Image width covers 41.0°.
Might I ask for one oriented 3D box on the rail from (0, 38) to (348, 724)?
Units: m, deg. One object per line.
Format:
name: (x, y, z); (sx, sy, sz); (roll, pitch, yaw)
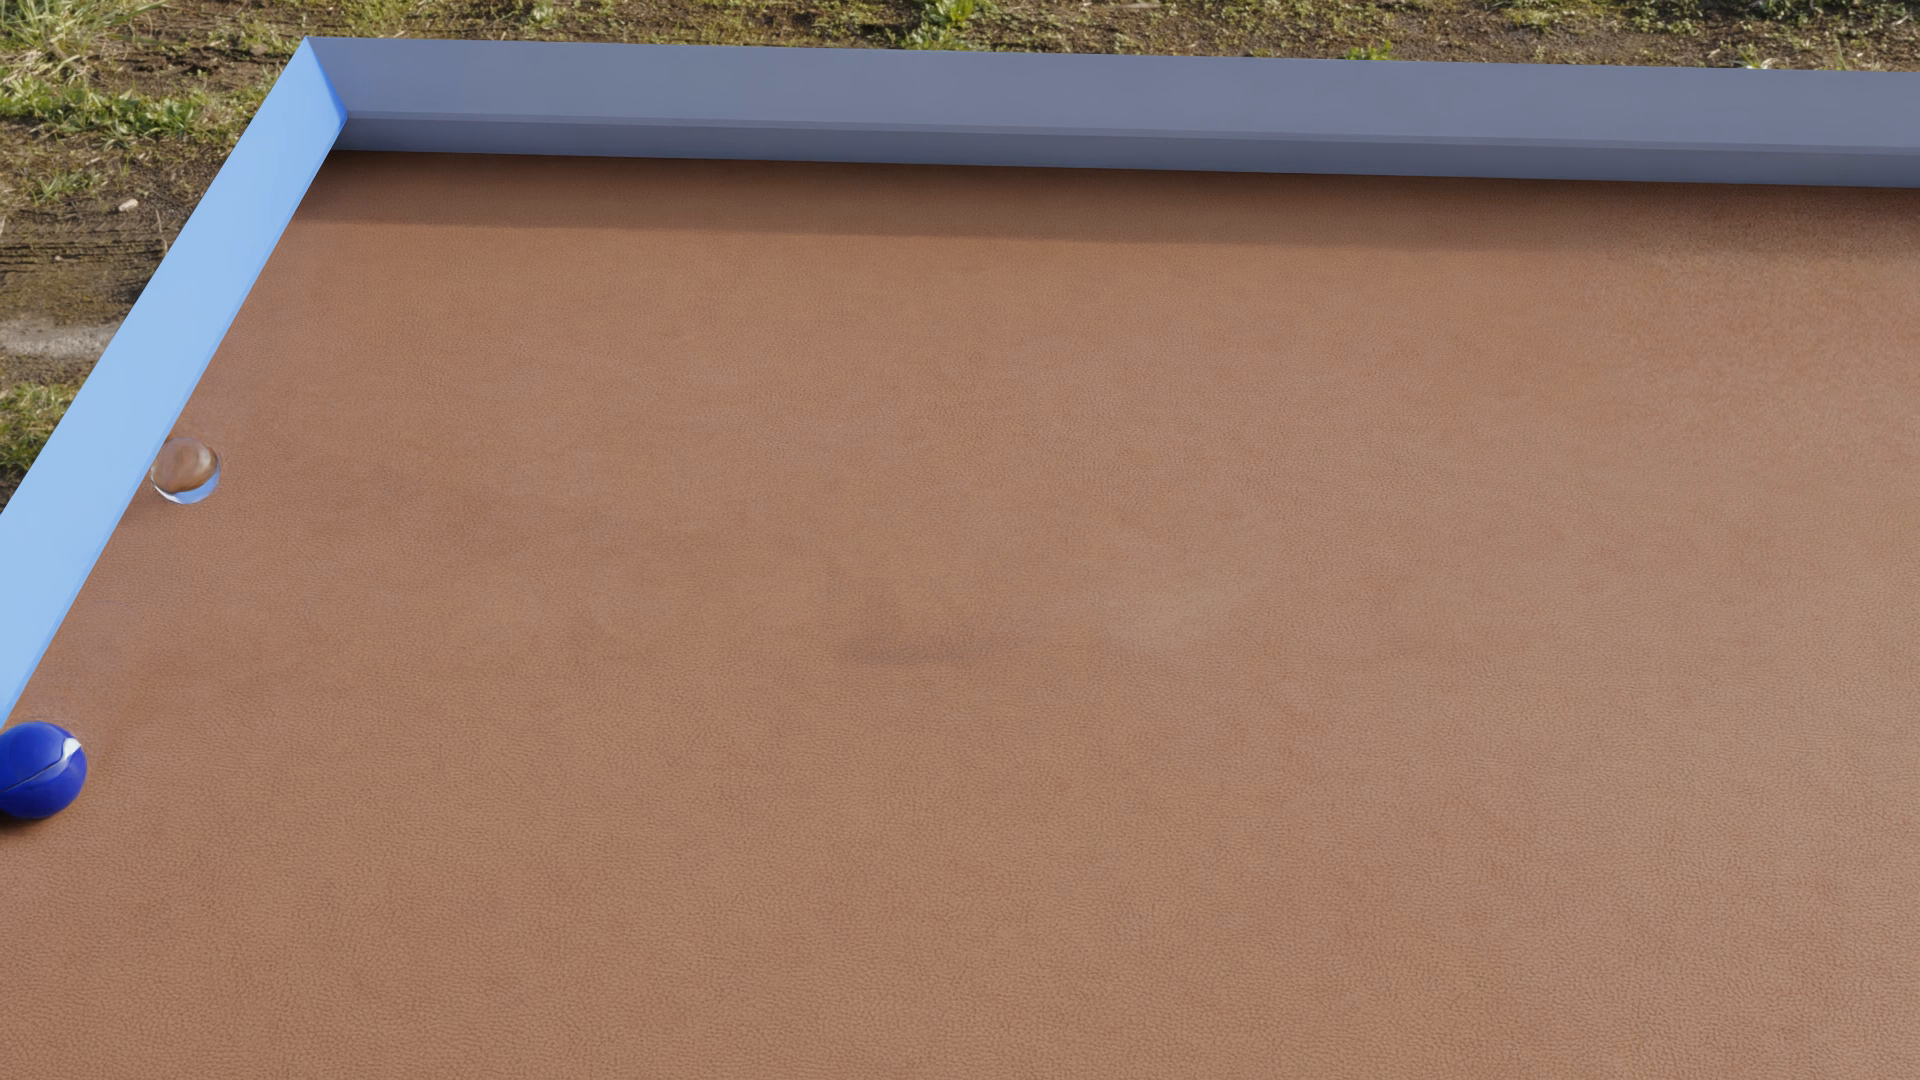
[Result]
rail: (-0.639, -0.044, 1.926); (0.045, 0.117, 1.356); (2, 35, 3)

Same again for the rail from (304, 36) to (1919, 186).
rail: (0.698, -0.379, 2.405); (2.655, 0.117, 0.045); (2, 35, 3)

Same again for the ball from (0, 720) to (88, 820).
ball: (-0.610, 0.152, 1.693); (0.065, 0.065, 0.065); (0, 35, 0)

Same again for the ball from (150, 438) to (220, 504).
ball: (-0.603, -0.054, 1.999); (0.052, 0.052, 0.052); (0, 35, 0)
